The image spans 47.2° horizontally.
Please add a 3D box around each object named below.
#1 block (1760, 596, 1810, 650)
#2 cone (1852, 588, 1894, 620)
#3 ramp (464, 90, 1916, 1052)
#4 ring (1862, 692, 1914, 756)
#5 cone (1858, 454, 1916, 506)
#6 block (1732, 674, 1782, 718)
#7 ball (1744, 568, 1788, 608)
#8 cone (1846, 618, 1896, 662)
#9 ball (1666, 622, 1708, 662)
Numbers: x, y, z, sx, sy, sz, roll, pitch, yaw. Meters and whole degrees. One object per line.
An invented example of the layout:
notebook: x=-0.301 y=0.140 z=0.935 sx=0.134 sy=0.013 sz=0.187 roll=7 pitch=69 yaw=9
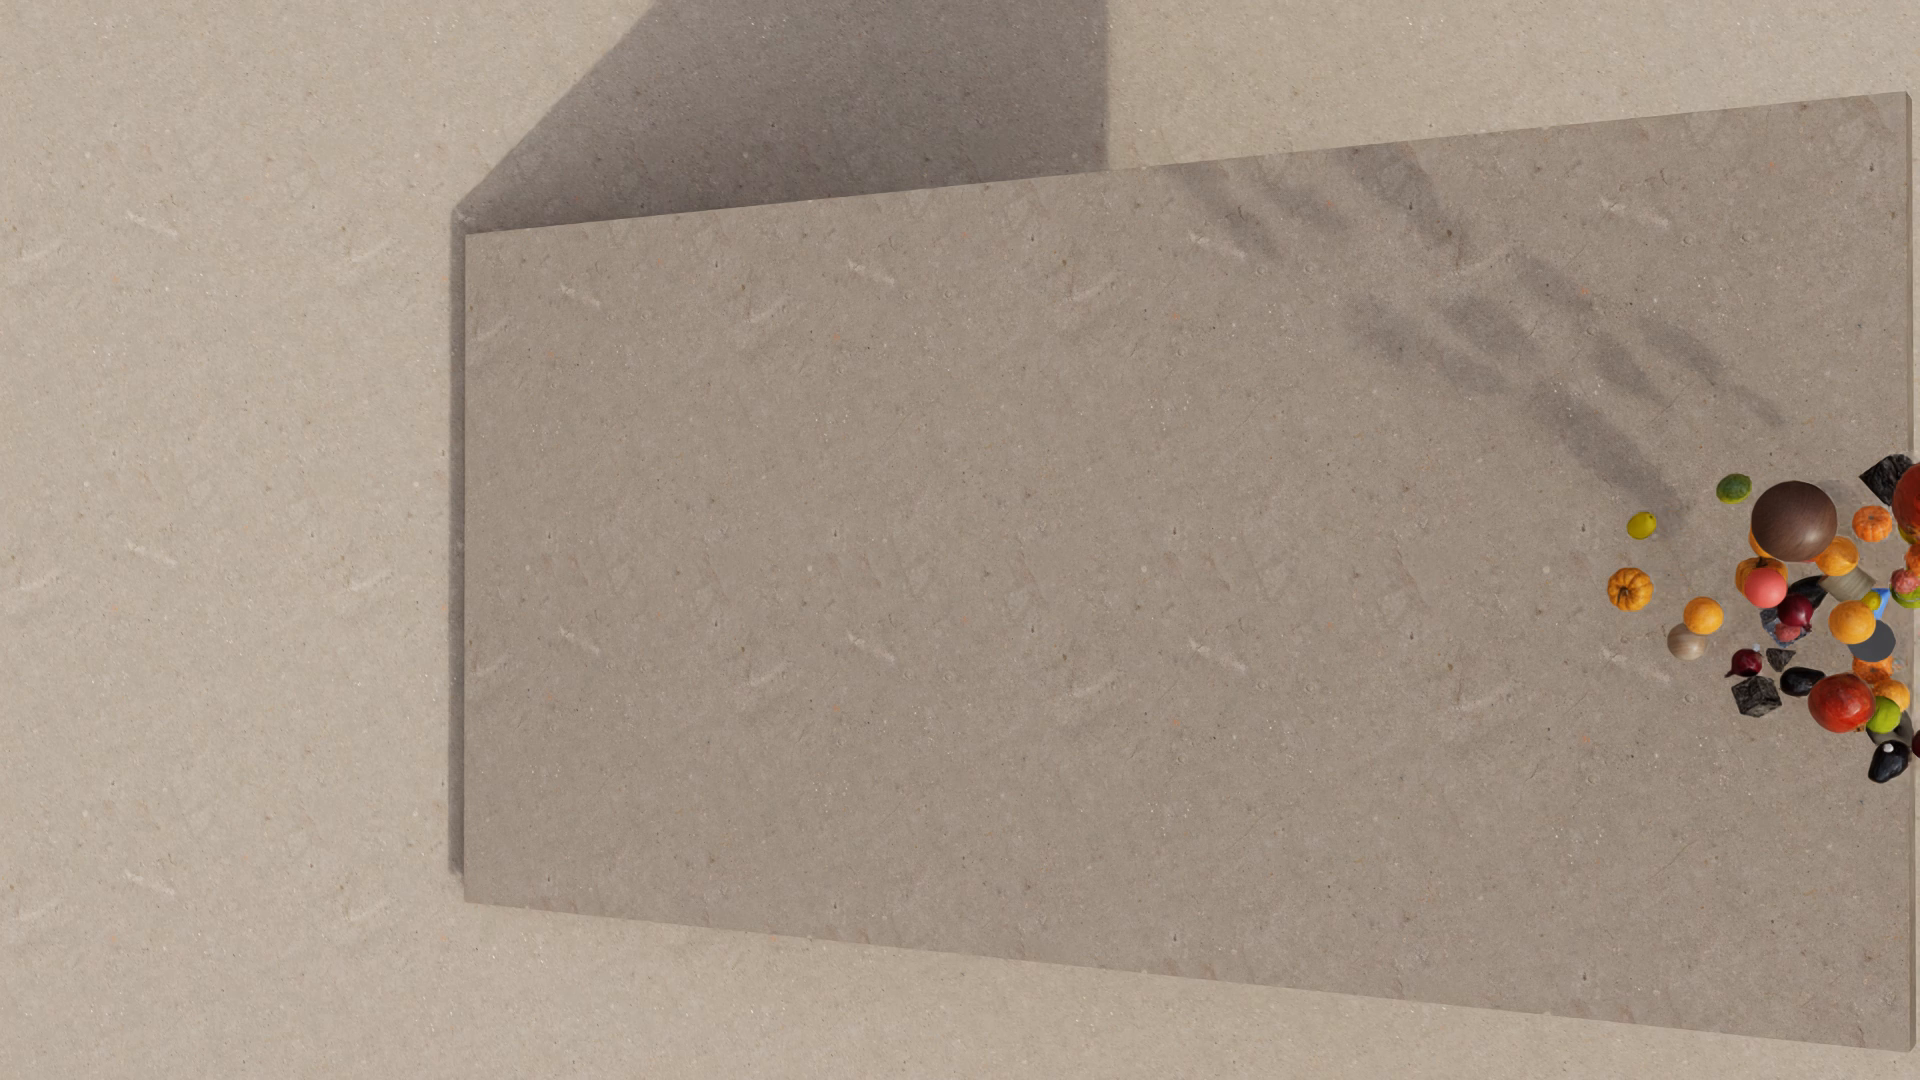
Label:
block: x=1.715 y=0.171 z=4.572 sx=0.067 sy=0.067 sz=0.067 roll=-39 pitch=101 yaw=26
cone: x=1.854 y=0.115 z=4.433 sx=0.077 sy=0.077 sz=0.077 roll=10 pitch=60 yaw=-18
ramp: x=0.269 y=0.074 z=5.623 sx=4.000 sy=0.100 sz=2.000 roll=0 pitch=89 yaw=30
ring: x=1.858 y=0.367 z=4.404 sx=0.135 sy=0.045 sz=0.135 roll=20 pitch=55 yaw=-31
cone: x=1.464 y=-0.098 z=3.511 sx=0.083 sy=0.083 sz=0.083 roll=-2 pitch=96 yaw=-18
block: x=1.602 y=0.314 z=4.422 sx=0.060 sy=0.060 sz=0.060 roll=12 pitch=54 yaw=-35
ball: x=1.390 y=0.083 z=3.794 sx=0.070 sy=0.070 sz=0.070 roll=0 pitch=89 yaw=0
cone: x=1.669 y=0.196 z=4.049 sx=0.083 sy=0.083 sz=0.083 roll=-4 pitch=71 yaw=11
ball: x=1.458 y=0.204 z=4.409 sx=0.078 sy=0.078 sz=0.078 roll=0 pitch=89 yaw=0
